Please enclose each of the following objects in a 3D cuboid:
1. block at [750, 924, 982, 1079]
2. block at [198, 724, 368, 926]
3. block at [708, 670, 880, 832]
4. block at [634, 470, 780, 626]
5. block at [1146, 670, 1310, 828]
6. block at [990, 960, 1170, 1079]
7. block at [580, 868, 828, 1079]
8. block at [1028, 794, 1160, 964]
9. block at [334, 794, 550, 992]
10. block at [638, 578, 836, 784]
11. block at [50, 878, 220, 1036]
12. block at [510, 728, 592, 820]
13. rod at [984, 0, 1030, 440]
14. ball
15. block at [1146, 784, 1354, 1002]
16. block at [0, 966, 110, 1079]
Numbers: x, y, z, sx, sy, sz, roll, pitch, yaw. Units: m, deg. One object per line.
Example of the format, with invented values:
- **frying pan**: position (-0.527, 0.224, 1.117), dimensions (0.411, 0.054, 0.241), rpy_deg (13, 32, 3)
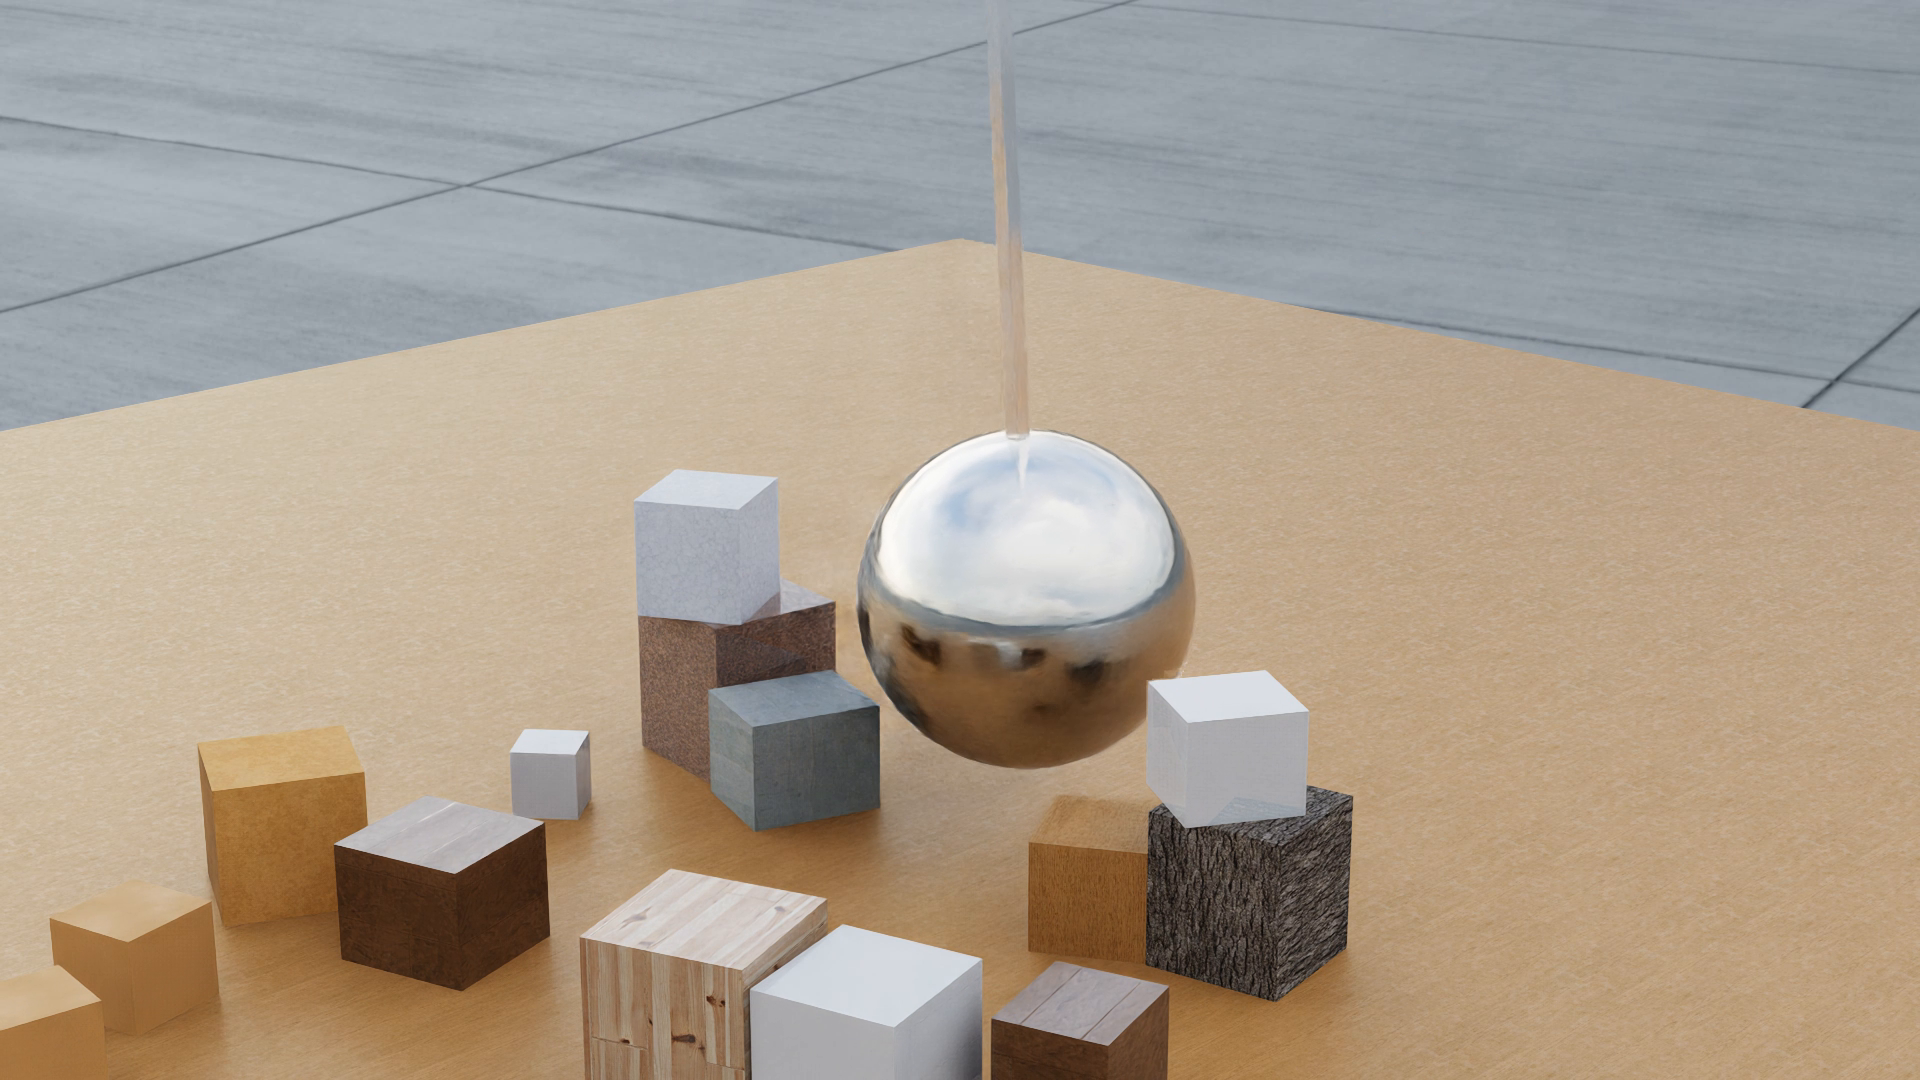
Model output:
- **block**: position (-0.347, 1.937, 11.096), dimensions (0.623, 0.650, 0.655), rpy_deg (10, 20, 28)
- **block**: position (-3.041, 1.278, 13.206), dimensions (0.657, 0.644, 0.615), rpy_deg (-6, 18, -19)
- **block**: position (-0.806, 1.014, 14.233), dimensions (0.656, 0.532, 0.561), rpy_deg (-8, 19, -25)
- **block**: position (-1.244, 0.029, 14.488), dimensions (0.541, 0.588, 0.570), rpy_deg (5, 18, 15)
- **block**: position (1.126, 0.879, 12.402), dimensions (0.533, 0.468, 0.510), rpy_deg (-5, 18, -14)
- **block**: position (0.454, 1.996, 11.067), dimensions (0.477, 0.556, 0.552), rpy_deg (9, 20, 26)
- **block**: position (-0.981, 1.802, 11.390), dimensions (0.701, 0.733, 0.697), rpy_deg (8, 19, 23)
- **block**: position (0.613, 1.475, 12.799), dimensions (0.522, 0.512, 0.547), rpy_deg (4, 18, 13)
- **block**: position (-2.226, 1.512, 12.640), dimensions (0.645, 0.537, 0.624), rpy_deg (9, 20, 27)
- **block**: position (-1.123, 0.679, 14.794), dimensions (0.702, 0.834, 0.739), rpy_deg (-13, 21, -35)
- **block**: position (-3.419, 1.725, 12.155), dimensions (0.452, 0.421, 0.463), rpy_deg (10, 20, 29)
- **block**: position (-1.977, 1.132, 14.180), dimensions (0.320, 0.338, 0.309), rpy_deg (2, 18, 5)
- **rod**: position (0.134, -2.909, 12.568), dimensions (0.080, 5.200, 0.080), rpy_deg (17, 28, 42)
- **ball**: position (0.309, 0.274, 13.752), dimensions (1.600, 1.600, 1.600), rpy_deg (0, 17, 0)
- **block**: position (1.236, 1.456, 12.530), dimensions (0.633, 0.709, 0.641), rpy_deg (12, 21, 33)
- **block**: position (-3.596, 1.974, 11.320), dimensions (0.456, 0.445, 0.404), rpy_deg (-14, 22, -37)
